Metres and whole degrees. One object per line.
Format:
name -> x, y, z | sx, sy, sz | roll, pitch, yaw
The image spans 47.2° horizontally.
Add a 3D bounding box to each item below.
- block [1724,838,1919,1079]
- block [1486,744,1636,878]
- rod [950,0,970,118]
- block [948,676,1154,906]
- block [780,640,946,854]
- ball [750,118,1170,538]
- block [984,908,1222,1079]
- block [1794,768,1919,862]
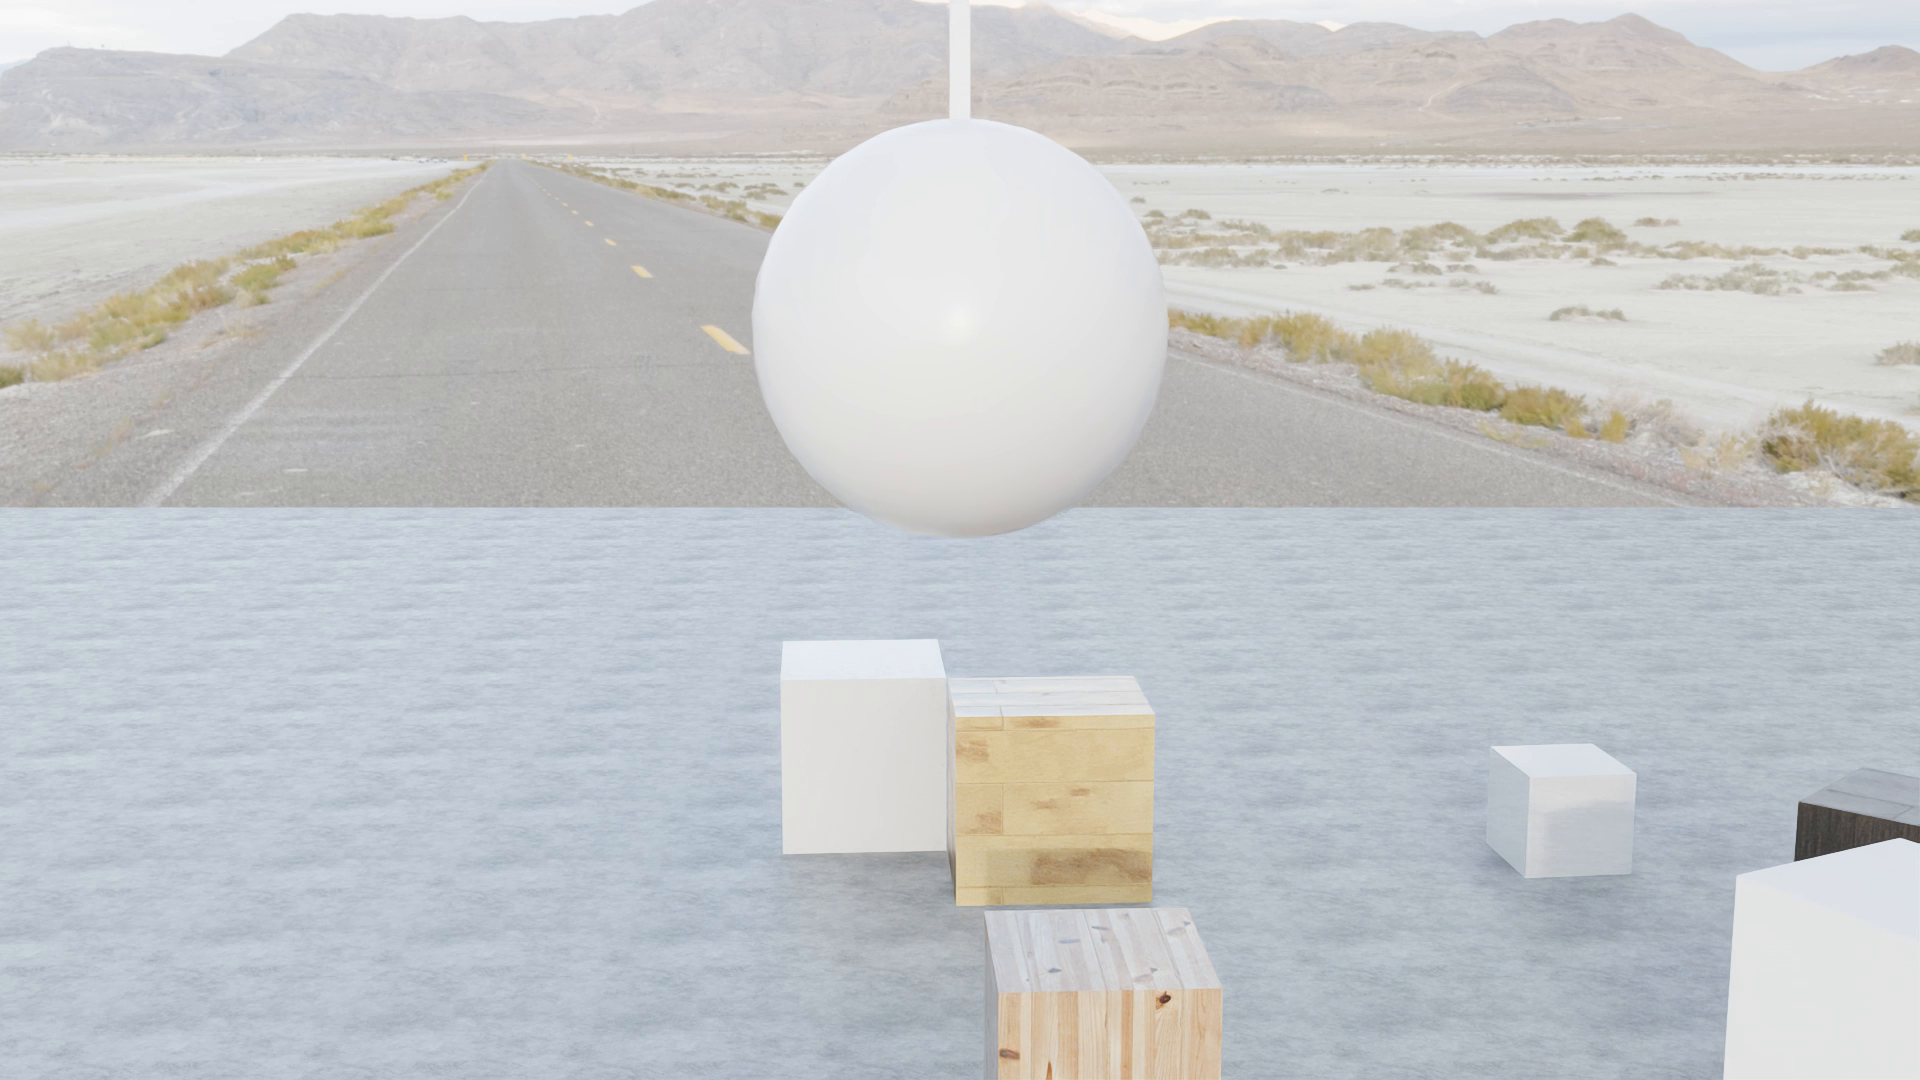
block -> 3.345, 1.674, 7.767 | 0.874, 0.926, 0.820 | -6, 12, -29
block -> 2.958, 1.328, 10.853 | 0.531, 0.504, 0.548 | -1, 10, -6
rod -> 0.000, -4.090, 9.309 | 0.080, 5.200, 0.080 | 0, -15, 0
block -> 0.418, 1.184, 10.525 | 0.916, 0.905, 0.741 | -1, 10, -3
block -> -0.501, 1.046, 11.324 | 0.816, 0.891, 0.852 | -1, 10, -4
ball -> 0.000, -0.805, 8.433 | 1.600, 1.600, 1.600 | 0, 10, 0
block -> 0.478, 1.781, 7.702 | 0.743, 0.741, 0.780 | -1, 10, -3
block -> 3.937, 1.473, 9.208 | 0.636, 0.807, 0.693 | 9, 14, 42
